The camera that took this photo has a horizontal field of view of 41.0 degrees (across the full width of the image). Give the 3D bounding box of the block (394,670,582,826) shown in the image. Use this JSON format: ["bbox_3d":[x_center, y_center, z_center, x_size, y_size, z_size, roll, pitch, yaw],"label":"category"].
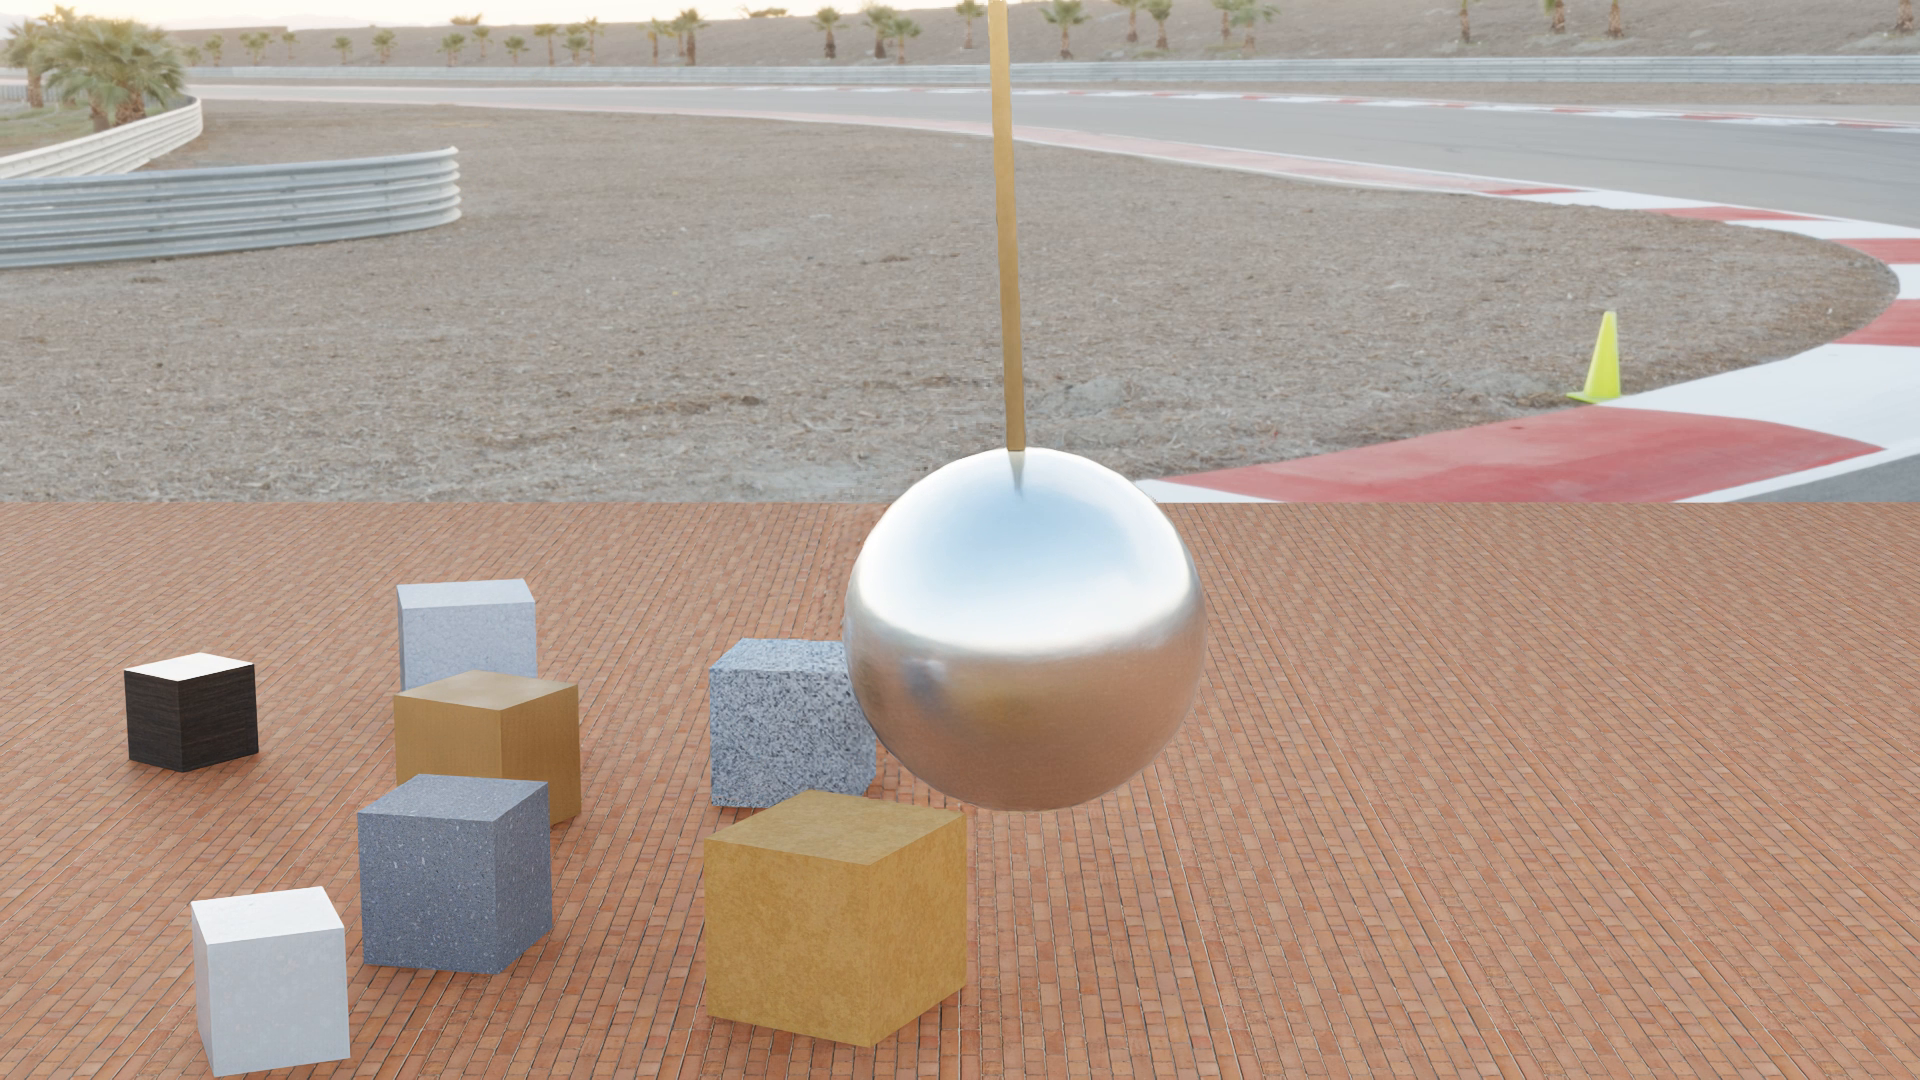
[{"bbox_3d":[-2.239,1.019,12.183,0.633,0.636,0.586,6,12,28],"label":"block"}]

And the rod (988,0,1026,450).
[{"bbox_3d":[0.122,-2.949,10.644,0.080,5.200,0.080,-3,10,0],"label":"rod"}]

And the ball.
[{"bbox_3d":[0.282,0.393,11.252,1.600,1.600,1.600,0,10,0],"label":"ball"}]

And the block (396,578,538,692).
[{"bbox_3d":[-2.754,0.619,14.325,0.711,0.657,0.671,-3,11,-15],"label":"block"}]

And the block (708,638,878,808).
[{"bbox_3d":[-0.814,0.903,12.686,0.690,0.685,0.682,2,10,9],"label":"block"}]

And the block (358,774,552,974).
[{"bbox_3d":[-2.039,1.345,10.411,0.573,0.628,0.583,2,11,12],"label":"block"}]

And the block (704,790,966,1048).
[{"bbox_3d":[-0.465,1.424,9.797,0.712,0.693,0.757,5,12,27],"label":"block"}]

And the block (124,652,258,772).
[{"bbox_3d":[-3.989,0.891,13.324,0.438,0.480,0.482,7,13,35],"label":"block"}]

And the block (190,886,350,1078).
[{"bbox_3d":[-2.521,1.603,9.369,0.477,0.493,0.510,-4,11,-22],"label":"block"}]
